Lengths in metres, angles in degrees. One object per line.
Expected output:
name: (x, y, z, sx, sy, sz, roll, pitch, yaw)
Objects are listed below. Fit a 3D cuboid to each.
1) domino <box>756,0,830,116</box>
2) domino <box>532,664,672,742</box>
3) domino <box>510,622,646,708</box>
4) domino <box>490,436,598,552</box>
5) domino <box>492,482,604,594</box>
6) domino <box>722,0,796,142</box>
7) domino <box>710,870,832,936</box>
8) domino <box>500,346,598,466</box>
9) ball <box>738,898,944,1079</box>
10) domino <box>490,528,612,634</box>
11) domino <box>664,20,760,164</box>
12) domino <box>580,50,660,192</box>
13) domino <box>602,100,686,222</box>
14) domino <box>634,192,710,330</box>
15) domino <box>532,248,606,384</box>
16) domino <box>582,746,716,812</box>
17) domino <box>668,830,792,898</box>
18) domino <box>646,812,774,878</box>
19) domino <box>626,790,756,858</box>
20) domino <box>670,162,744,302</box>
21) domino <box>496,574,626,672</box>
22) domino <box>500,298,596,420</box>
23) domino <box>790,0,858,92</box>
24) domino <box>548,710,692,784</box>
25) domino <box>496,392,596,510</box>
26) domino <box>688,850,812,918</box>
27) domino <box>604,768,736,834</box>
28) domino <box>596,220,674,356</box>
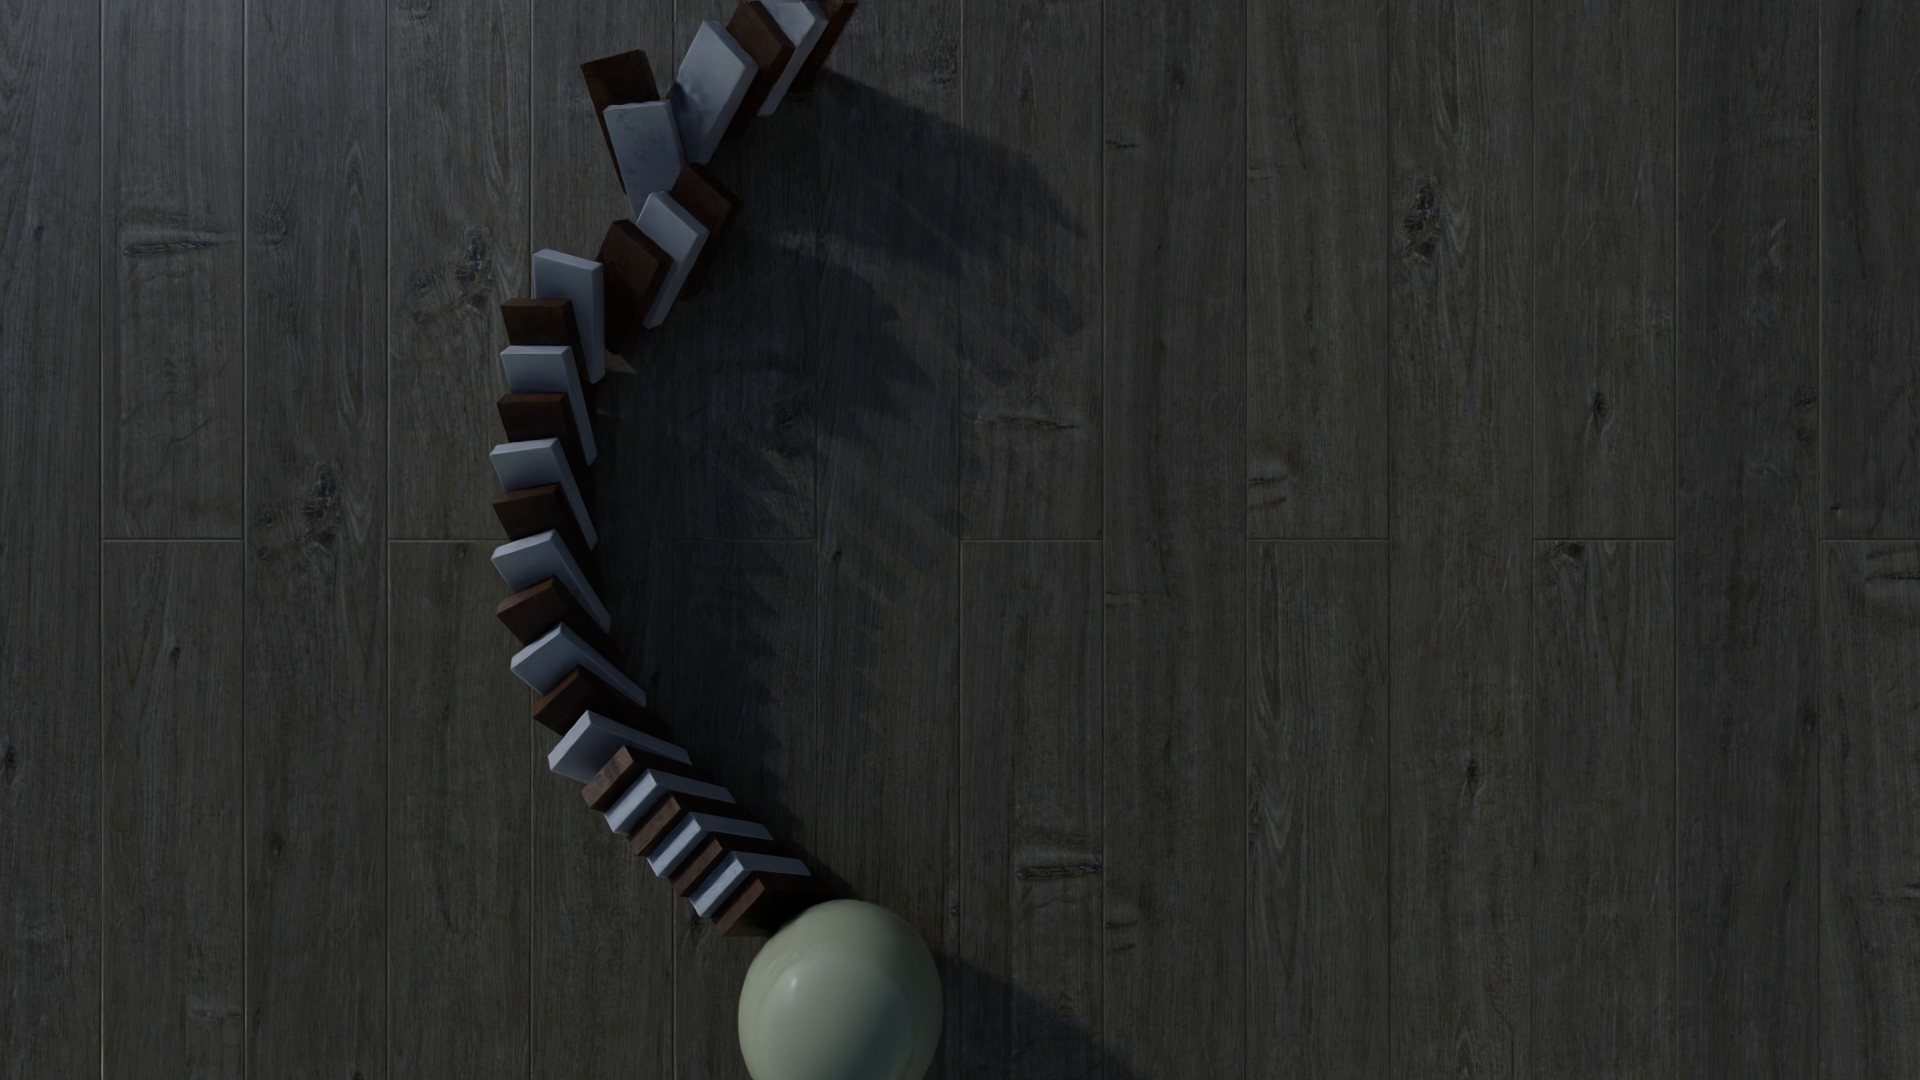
domino: (-0.077, -0.205, 0.380, 0.025, 0.010, 0.050, 52, 130, 0)
domino: (-0.149, 0.076, 0.383, 0.025, 0.010, 0.050, -43, 122, 0)
domino: (-0.158, 0.059, 0.383, 0.025, 0.009, 0.050, -37, 122, 0)
domino: (-0.173, -0.017, 0.383, 0.025, 0.010, 0.050, -8, 122, 0)
domino: (-0.171, 0.002, 0.383, 0.025, 0.010, 0.050, -11, 122, 0)
domino: (-0.092, -0.194, 0.381, 0.050, 0.010, 0.025, -38, 90, 37)
domino: (-0.076, 0.150, 0.376, 0.025, 0.050, 0.009, -47, 57, 0)
domino: (-0.171, -0.056, 0.382, 0.025, 0.009, 0.050, 1, 122, 2)
ball: (-0.046, 0.184, 0.360, 0.080, 0.080, 0.080, 0, 90, 0)
domino: (-0.169, 0.021, 0.383, 0.025, 0.010, 0.050, -18, 122, 0)
domino: (-0.106, -0.185, 0.381, 0.025, 0.010, 0.050, 48, 126, 0)
domino: (-0.137, -0.175, 0.385, 0.025, 0.010, 0.050, -11, 112, 6)
domino: (-0.127, -0.154, 0.381, 0.025, 0.010, 0.050, -6, 127, 0)
domino: (-0.127, -0.116, 0.382, 0.025, 0.010, 0.050, 41, 121, -1)
domino: (-0.162, -0.093, 0.382, 0.025, 0.009, 0.050, 15, 124, 2)
domino: (-0.127, 0.102, 0.377, 0.025, 0.050, 0.009, -47, 54, 0)
domino: (-0.093, 0.135, 0.376, 0.025, 0.050, 0.009, -47, 57, 0)
domino: (-0.101, 0.127, 0.376, 0.025, 0.050, 0.009, -47, 57, 0)
domino: (-0.109, 0.119, 0.376, 0.025, 0.050, 0.009, -47, 57, 0)
domino: (-0.113, -0.128, 0.383, 0.025, 0.009, 0.050, 41, 121, -1)
domino: (-0.165, 0.041, 0.382, 0.025, 0.010, 0.050, -27, 123, 0)
domino: (-0.171, -0.074, 0.382, 0.025, 0.009, 0.050, 2, 122, 3)
domino: (-0.063, -0.215, 0.379, 0.025, 0.010, 0.050, 52, 134, 0)
domino: (-0.140, 0.091, 0.380, 0.025, 0.009, 0.050, -49, 130, 4)
domino: (-0.172, -0.036, 0.383, 0.025, 0.010, 0.050, -2, 122, 0)
domino: (-0.085, 0.142, 0.376, 0.025, 0.050, 0.010, -47, 57, 0)
domino: (-0.118, 0.111, 0.377, 0.025, 0.050, 0.009, -47, 56, 0)
domino: (-0.142, -0.105, 0.383, 0.025, 0.009, 0.050, 41, 122, 0)
